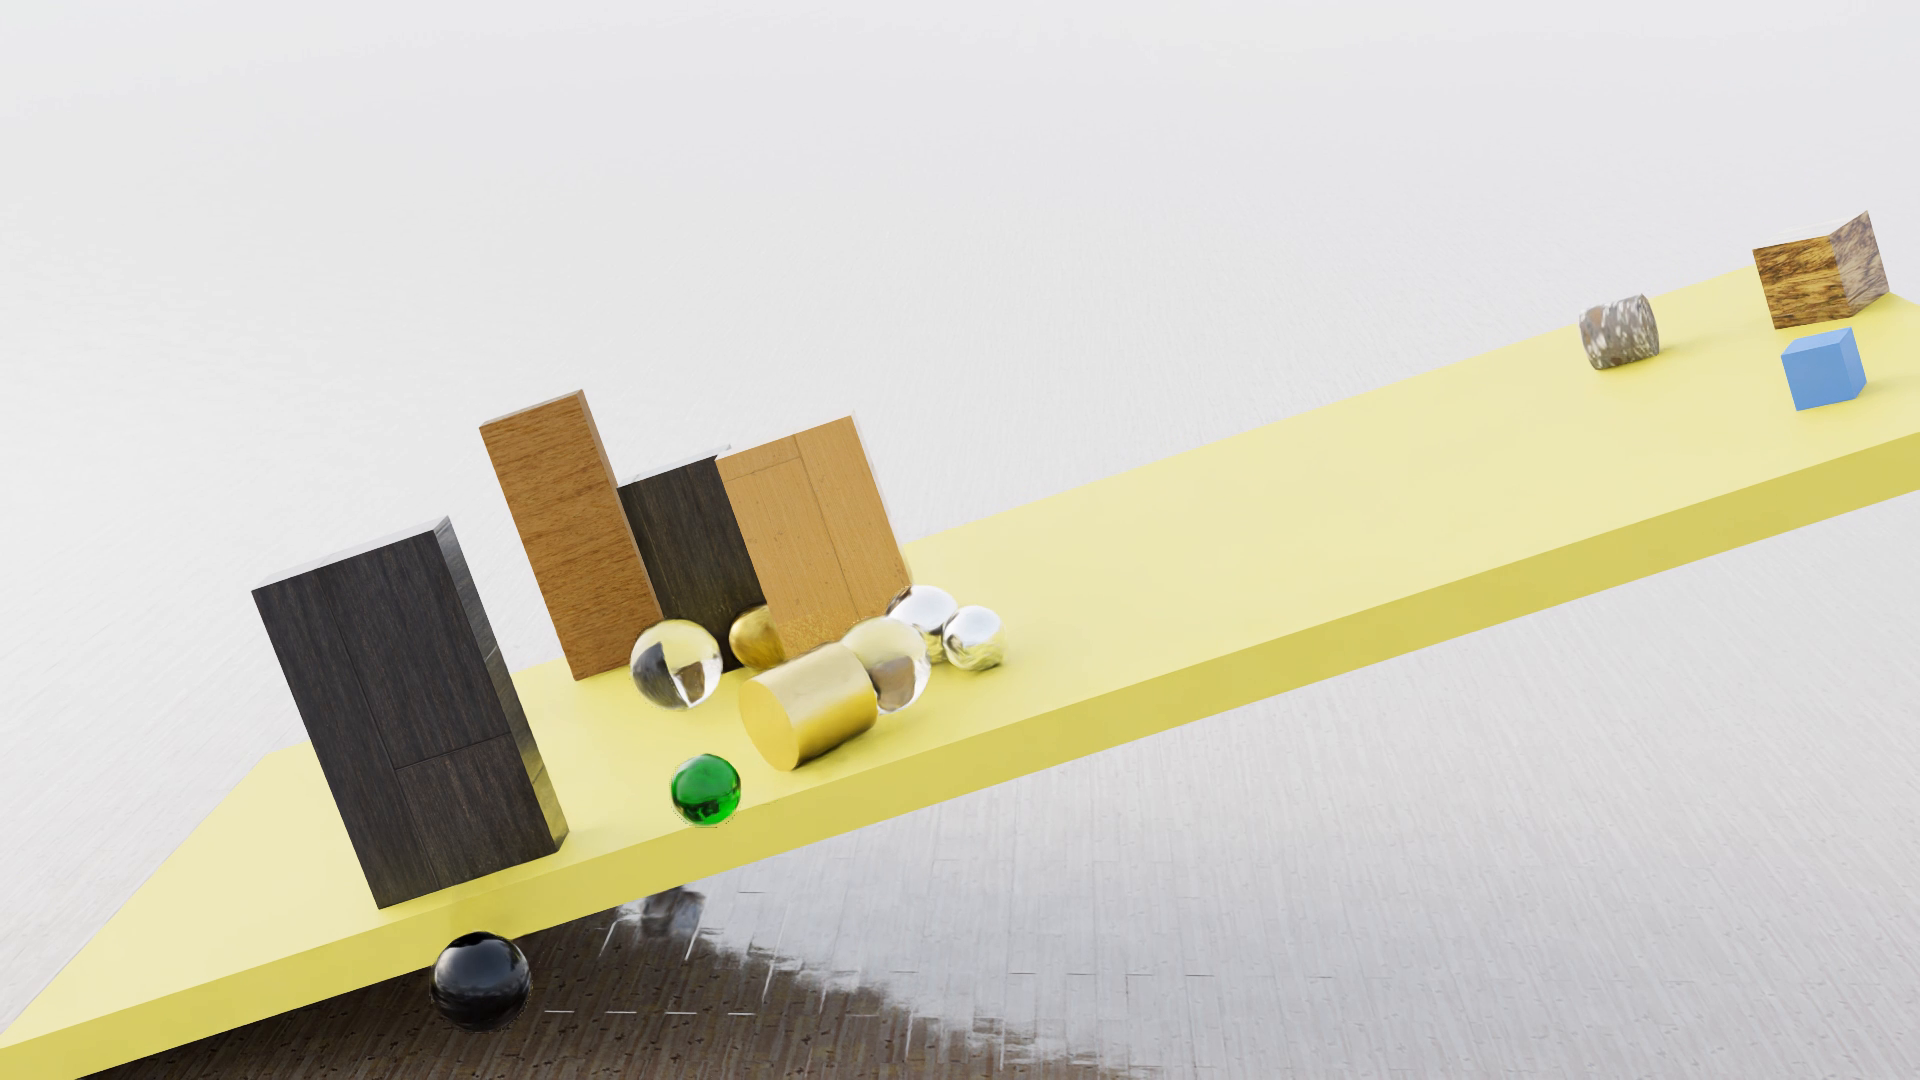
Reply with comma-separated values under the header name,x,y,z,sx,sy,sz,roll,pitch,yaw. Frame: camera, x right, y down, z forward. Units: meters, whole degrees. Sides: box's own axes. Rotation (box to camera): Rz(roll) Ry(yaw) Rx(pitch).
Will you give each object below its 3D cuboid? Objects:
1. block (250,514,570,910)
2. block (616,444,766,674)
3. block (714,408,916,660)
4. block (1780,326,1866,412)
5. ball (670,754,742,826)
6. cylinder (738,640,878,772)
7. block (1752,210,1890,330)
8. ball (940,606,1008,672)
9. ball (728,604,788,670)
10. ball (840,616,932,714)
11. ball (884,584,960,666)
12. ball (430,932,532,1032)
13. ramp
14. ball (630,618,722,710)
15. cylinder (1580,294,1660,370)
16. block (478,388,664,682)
name,x,y,z,sx,sy,sz,roll,pitch,yaw
block,-1.031,0.326,5.547,0.364,0.654,0.135,-18,11,6
block,-0.558,0.054,6.559,0.255,0.471,0.109,-18,11,6
block,-0.275,0.025,6.076,0.295,0.522,0.084,-18,11,6
block,1.639,-0.324,5.578,0.112,0.112,0.112,-12,13,32
ball,-0.461,0.453,5.338,0.130,0.130,0.130,0,12,0
cylinder,-0.287,0.313,5.561,0.189,0.189,0.189,-26,25,-31
block,1.841,-0.577,6.288,0.182,0.182,0.182,-8,16,46
ball,0.028,0.193,5.759,0.131,0.131,0.131,0,12,0
ball,-0.432,0.212,6.423,0.146,0.146,0.146,0,12,0
ball,-0.151,0.242,5.672,0.190,0.190,0.190,0,12,0
ball,-0.074,0.173,5.947,0.165,0.165,0.165,0,12,0
ball,-0.859,0.792,5.272,0.178,0.178,0.178,0,12,0
ramp,0.108,0.180,6.304,4.000,0.100,2.000,-18,11,6
ball,-0.609,0.267,6.319,0.198,0.198,0.198,0,12,0
cylinder,1.456,-0.459,6.493,0.137,0.137,0.137,-14,5,26
block,-0.907,-0.010,6.998,0.248,0.651,0.086,-18,11,6
